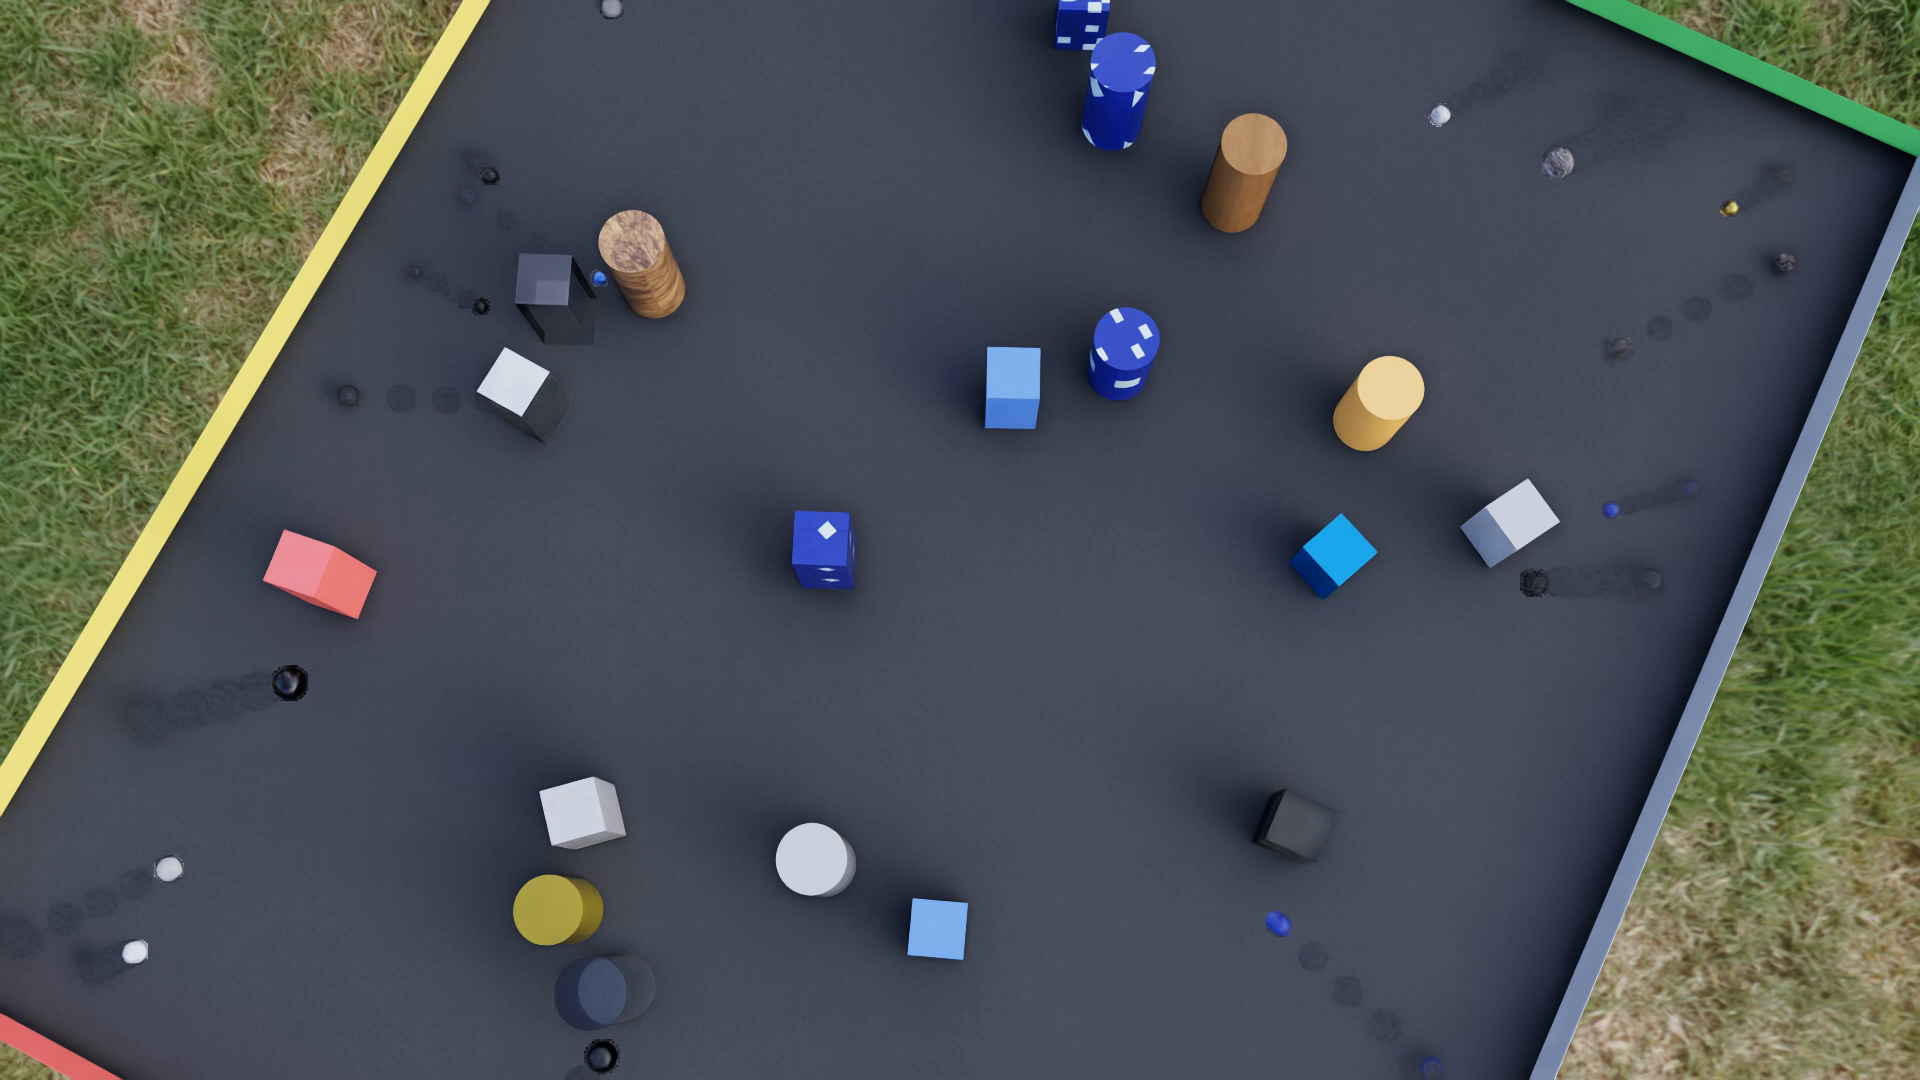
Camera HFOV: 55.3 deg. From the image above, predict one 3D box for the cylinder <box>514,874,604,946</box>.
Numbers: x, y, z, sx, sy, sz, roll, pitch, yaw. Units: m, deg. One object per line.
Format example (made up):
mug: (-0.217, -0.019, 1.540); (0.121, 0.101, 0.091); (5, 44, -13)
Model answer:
cylinder: (-1.146, 1.059, 5.244); (0.194, 0.300, 0.194); (0, 78, 0)

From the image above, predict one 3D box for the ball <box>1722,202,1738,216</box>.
ball: (2.444, -1.052, 5.811); (0.045, 0.045, 0.045); (0, 78, 0)

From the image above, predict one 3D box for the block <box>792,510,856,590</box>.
block: (-0.398, 0.034, 5.414); (0.155, 0.382, 0.155); (2, 78, 0)

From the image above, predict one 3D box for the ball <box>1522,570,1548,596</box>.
ball: (1.741, 0.130, 5.550); (0.077, 0.077, 0.077); (0, 78, 0)

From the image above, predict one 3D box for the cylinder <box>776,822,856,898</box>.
cylinder: (-0.403, 0.912, 5.198); (0.194, 0.450, 0.194); (0, 78, 0)

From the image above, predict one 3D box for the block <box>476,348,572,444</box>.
block: (-1.312, -0.433, 5.541); (0.155, 0.323, 0.155); (29, 80, 6)

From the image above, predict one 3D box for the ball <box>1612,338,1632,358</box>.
ball: (2.063, -0.596, 5.709); (0.061, 0.061, 0.061); (0, 78, 0)

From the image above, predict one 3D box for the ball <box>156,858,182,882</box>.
ball: (-2.322, 0.967, 5.380); (0.070, 0.070, 0.070); (0, 78, 0)

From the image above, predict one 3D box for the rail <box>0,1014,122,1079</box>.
rail: (-1.115, 2.190, 5.098); (4.401, 0.126, 0.045); (26, 80, 5)

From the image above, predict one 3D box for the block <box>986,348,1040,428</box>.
block: (0.157, -0.456, 5.540); (0.155, 0.335, 0.155); (1, 78, 0)

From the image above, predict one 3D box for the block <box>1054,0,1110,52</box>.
block: (0.388, -1.691, 5.829); (0.155, 0.270, 0.155); (2, 78, 0)

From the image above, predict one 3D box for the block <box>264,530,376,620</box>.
block: (-1.879, 0.105, 5.398); (0.155, 0.385, 0.155); (18, 79, 4)

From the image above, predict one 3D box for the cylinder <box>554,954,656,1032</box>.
cylinder: (-0.986, 1.257, 5.116); (0.194, 0.472, 0.194); (0, 78, 0)

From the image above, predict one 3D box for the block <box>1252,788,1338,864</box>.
block: (0.966, 0.832, 5.312); (0.155, 0.259, 0.155); (24, 79, 5)

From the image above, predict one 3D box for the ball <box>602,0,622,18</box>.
ball: (-1.127, -1.725, 5.940); (0.066, 0.066, 0.066); (0, 78, 0)

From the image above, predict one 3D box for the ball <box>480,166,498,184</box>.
ball: (-1.496, -1.159, 5.828); (0.055, 0.055, 0.055); (0, 78, 0)

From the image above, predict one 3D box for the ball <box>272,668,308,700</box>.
ball: (-2.003, 0.429, 5.479); (0.097, 0.097, 0.097); (0, 78, 0)

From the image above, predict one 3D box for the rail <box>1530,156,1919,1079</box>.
rail: (1.947, 0.960, 5.352); (0.045, 0.126, 5.034); (26, 80, 5)

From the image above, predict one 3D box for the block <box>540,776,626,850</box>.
block: (-1.085, 0.791, 5.289); (0.155, 0.321, 0.155); (-15, 79, -3)

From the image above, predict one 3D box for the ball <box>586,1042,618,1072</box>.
ball: (-1.027, 1.485, 5.264); (0.088, 0.088, 0.088); (0, 78, 0)

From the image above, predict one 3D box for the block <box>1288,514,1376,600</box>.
block: (1.113, 0.052, 5.483); (0.155, 0.240, 0.155); (-40, 81, -8)

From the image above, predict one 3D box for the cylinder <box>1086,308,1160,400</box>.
cylinder: (0.493, -0.562, 5.568); (0.194, 0.323, 0.194); (0, 78, 0)

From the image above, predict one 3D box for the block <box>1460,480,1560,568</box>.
block: (1.642, -0.047, 5.484); (0.155, 0.279, 0.155); (-33, 80, -6)

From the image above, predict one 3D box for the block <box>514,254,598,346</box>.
block: (-1.224, -0.727, 5.571); (0.155, 0.384, 0.155); (2, 78, 0)

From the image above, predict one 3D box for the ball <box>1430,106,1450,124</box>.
ball: (1.539, -1.360, 5.868); (0.060, 0.060, 0.060); (0, 78, 0)

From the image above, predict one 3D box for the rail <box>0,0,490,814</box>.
rail: (-1.947, -0.947, 5.747); (0.045, 0.126, 5.034); (26, 80, 5)

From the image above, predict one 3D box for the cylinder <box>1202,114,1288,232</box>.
cylinder: (0.865, -1.118, 5.613); (0.194, 0.459, 0.194); (0, 78, 0)

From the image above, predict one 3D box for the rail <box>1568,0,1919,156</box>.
rail: (1.115, -2.177, 6.002); (4.401, 0.126, 0.045); (26, 80, 5)

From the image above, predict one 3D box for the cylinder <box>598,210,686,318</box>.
cylinder: (-0.963, -0.833, 5.575); (0.194, 0.418, 0.194); (0, 78, 0)

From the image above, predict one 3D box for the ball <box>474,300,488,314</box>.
ball: (-1.501, -0.731, 5.746); (0.043, 0.043, 0.043); (0, 78, 0)

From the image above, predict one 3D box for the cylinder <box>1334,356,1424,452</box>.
cylinder: (1.256, -0.407, 5.517); (0.194, 0.360, 0.194); (0, 78, 0)

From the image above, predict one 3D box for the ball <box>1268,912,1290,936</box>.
ball: (0.932, 1.122, 5.351); (0.066, 0.066, 0.066); (0, 78, 0)

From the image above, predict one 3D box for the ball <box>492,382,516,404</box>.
ball: (-1.412, -0.457, 5.675); (0.069, 0.069, 0.069); (0, 78, 0)

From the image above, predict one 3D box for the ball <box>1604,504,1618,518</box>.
ball: (1.995, -0.091, 5.614); (0.042, 0.042, 0.042); (0, 78, 0)

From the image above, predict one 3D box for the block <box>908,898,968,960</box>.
block: (-0.062, 1.115, 5.256); (0.155, 0.254, 0.155); (5, 78, 1)

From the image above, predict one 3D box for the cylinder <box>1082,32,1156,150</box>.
cylinder: (0.488, -1.385, 5.686); (0.194, 0.425, 0.194); (0, 78, 0)

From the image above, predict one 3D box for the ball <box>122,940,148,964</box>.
ball: (-2.402, 1.201, 5.334); (0.066, 0.066, 0.066); (0, 78, 0)

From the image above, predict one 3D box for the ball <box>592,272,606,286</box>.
ball: (-1.133, -0.823, 5.765); (0.042, 0.042, 0.042); (0, 78, 0)

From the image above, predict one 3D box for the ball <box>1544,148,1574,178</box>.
ball: (1.901, -1.197, 5.817); (0.093, 0.093, 0.093); (0, 78, 0)
